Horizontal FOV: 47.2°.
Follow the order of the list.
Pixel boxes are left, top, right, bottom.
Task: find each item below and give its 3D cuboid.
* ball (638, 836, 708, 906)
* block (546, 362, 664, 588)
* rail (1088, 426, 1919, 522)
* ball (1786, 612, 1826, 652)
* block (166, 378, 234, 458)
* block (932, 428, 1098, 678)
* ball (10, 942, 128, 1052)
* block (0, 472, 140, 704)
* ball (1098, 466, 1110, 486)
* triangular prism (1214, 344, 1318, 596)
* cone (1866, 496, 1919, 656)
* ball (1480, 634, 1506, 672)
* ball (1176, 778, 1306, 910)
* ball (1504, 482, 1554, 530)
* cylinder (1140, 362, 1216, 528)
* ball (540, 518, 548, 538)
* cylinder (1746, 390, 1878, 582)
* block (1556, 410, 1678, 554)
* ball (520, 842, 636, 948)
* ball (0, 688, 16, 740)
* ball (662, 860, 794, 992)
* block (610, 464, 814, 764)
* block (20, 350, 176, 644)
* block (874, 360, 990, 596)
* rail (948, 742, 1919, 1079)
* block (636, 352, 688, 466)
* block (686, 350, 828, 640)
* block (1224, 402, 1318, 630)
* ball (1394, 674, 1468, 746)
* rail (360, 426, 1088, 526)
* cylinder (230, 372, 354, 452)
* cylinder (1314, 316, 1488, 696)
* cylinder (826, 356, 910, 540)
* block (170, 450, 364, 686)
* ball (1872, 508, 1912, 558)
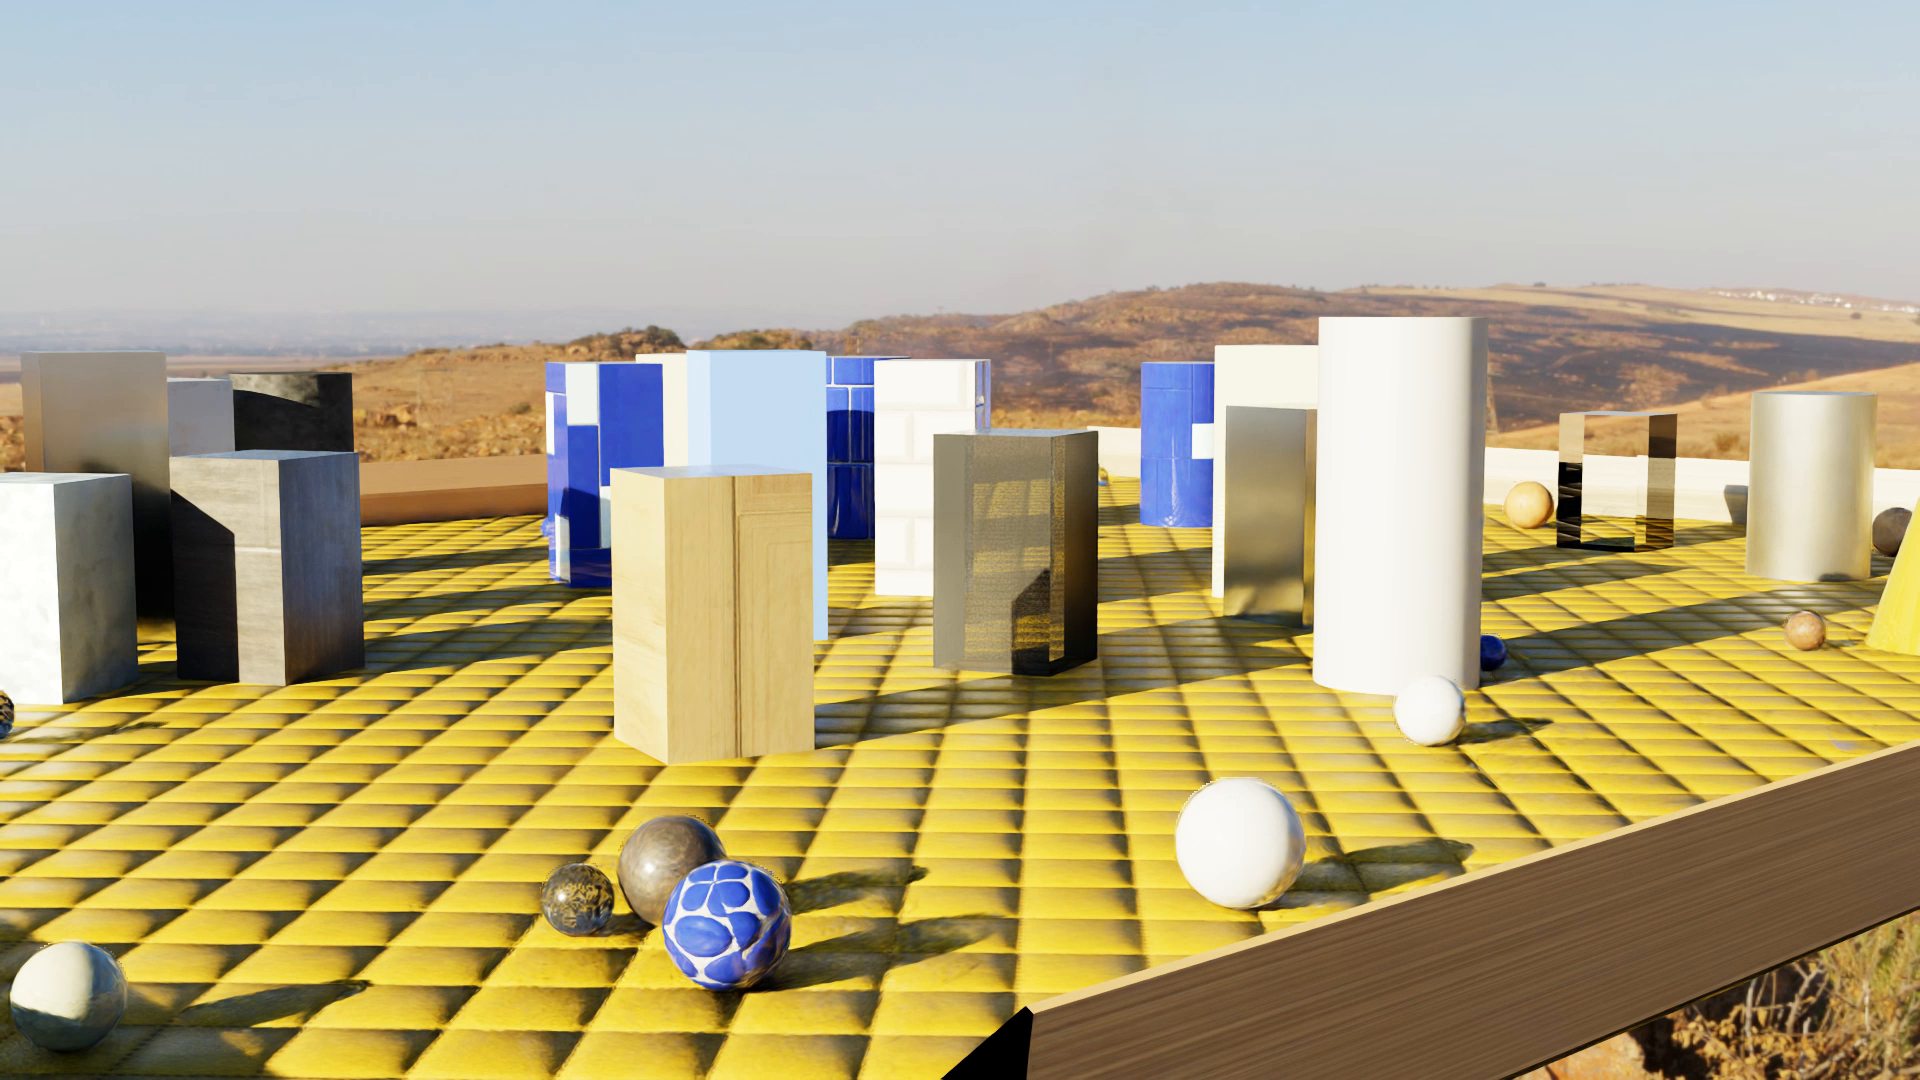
[{"bbox_3d":[-0.207,0.240,1.591,0.052,0.052,0.052,0,6,0],"label":"ball"},{"bbox_3d":[-0.583,-0.111,3.615,0.157,0.359,0.157,-2,6,-22],"label":"block"},{"bbox_3d":[1.511,-0.112,4.719,0.045,0.128,3.482,-5,8,-42],"label":"rail"},{"bbox_3d":[1.109,0.120,2.882,0.051,0.051,0.051,0,6,0],"label":"ball"},{"bbox_3d":[-1.273,-0.089,3.525,0.157,0.334,0.157,6,8,43],"label":"block"},{"bbox_3d":[0.071,0.010,2.767,0.157,0.293,0.157,3,7,25],"label":"block"},{"bbox_3d":[-0.537,0.275,1.325,0.066,0.066,0.066,0,6,0],"label":"ball"},{"bbox_3d":[-1.079,0.052,2.569,0.157,0.250,0.157,1,6,11],"label":"block"},{"bbox_3d":[0.351,-0.161,5.560,0.053,0.053,0.053,0,6,0],"label":"ball"},{"bbox_3d":[0.482,-0.113,3.479,0.170,0.390,0.148,0,6,1],"label":"triangular prism"},{"bbox_3d":[1.307,-0.024,2.902,0.197,0.332,0.197,0,6,0],"label":"cone"},{"bbox_3d":[0.649,0.139,2.706,0.045,0.045,0.045,0,6,0],"label":"ball"},{"bbox_3d":[0.209,0.227,1.641,0.097,0.097,0.097,0,6,0],"label":"ball"},{"bbox_3d":[1.160,-0.071,4.481,0.098,0.098,0.098,0,6,0],"label":"ball"},{"bbox_3d":[0.475,-0.202,4.595,0.197,0.336,0.197,0,6,0],"label":"cylinder"},{"bbox_3d":[-0.792,-0.024,4.281,0.047,0.047,0.047,0,6,0],"label":"ball"},{"bbox_3d":[1.431,-0.094,3.701,0.197,0.306,0.197,0,6,0],"label":"cylinder"},{"bbox_3d":[1.235,-0.112,4.135,0.157,0.252,0.157,6,8,43],"label":"block"},{"bbox_3d":[-0.273,0.257,1.569,0.081,0.081,0.081,0,6,0],"label":"ball"},{"bbox_3d":[-1.001,0.179,2.245,0.067,0.067,0.067,0,6,0],"label":"ball"},{"bbox_3d":[-0.152,0.253,1.444,0.085,0.085,0.085,0,6,0],"label":"ball"},{"bbox_3d":[-0.254,0.070,2.251,0.157,0.282,0.157,-3,7,-28],"label":"block"},{"bbox_3d":[-1.163,-0.059,2.968,0.157,0.389,0.157,-4,7,-31],"label":"block"},{"bbox_3d":[-0.041,-0.103,3.502,0.157,0.365,0.157,1,6,10],"label":"block"},{"bbox_3d":[1.165,0.164,2.077,4.160,0.128,0.045,-5,8,-42],"label":"rail"},{"bbox_3d":[-0.474,-0.149,3.939,0.157,0.367,0.157,1,6,13],"label":"block"},{"bbox_3d":[-0.279,-0.063,3.009,0.157,0.389,0.157,-2,6,-18],"label":"block"},{"bbox_3d":[0.494,-0.040,3.174,0.157,0.308,0.157,-5,8,-38],"label":"block"},{"bbox_3d":[0.483,0.175,2.254,0.074,0.074,0.074,0,6,0],"label":"ball"},{"bbox_3d":[-1.165,-0.098,4.587,4.160,0.128,0.045,-5,8,-42],"label":"rail"},{"bbox_3d":[-1.122,-0.111,3.706,0.197,0.339,0.197,0,6,0],"label":"cylinder"},{"bbox_3d":[0.525,-0.047,2.625,0.197,0.436,0.197,0,6,0],"label":"cylinder"},{"bbox_3d":[-0.195,-0.185,4.348,0.197,0.353,0.197,0,6,0],"label":"cylinder"},{"bbox_3d":[-0.848,0.029,2.701,0.157,0.269,0.157,2,6,20],"label":"block"},{"bbox_3d":[1.691,-0.013,3.967,0.091,0.091,0.091,0,6,0],"label":"ball"}]
